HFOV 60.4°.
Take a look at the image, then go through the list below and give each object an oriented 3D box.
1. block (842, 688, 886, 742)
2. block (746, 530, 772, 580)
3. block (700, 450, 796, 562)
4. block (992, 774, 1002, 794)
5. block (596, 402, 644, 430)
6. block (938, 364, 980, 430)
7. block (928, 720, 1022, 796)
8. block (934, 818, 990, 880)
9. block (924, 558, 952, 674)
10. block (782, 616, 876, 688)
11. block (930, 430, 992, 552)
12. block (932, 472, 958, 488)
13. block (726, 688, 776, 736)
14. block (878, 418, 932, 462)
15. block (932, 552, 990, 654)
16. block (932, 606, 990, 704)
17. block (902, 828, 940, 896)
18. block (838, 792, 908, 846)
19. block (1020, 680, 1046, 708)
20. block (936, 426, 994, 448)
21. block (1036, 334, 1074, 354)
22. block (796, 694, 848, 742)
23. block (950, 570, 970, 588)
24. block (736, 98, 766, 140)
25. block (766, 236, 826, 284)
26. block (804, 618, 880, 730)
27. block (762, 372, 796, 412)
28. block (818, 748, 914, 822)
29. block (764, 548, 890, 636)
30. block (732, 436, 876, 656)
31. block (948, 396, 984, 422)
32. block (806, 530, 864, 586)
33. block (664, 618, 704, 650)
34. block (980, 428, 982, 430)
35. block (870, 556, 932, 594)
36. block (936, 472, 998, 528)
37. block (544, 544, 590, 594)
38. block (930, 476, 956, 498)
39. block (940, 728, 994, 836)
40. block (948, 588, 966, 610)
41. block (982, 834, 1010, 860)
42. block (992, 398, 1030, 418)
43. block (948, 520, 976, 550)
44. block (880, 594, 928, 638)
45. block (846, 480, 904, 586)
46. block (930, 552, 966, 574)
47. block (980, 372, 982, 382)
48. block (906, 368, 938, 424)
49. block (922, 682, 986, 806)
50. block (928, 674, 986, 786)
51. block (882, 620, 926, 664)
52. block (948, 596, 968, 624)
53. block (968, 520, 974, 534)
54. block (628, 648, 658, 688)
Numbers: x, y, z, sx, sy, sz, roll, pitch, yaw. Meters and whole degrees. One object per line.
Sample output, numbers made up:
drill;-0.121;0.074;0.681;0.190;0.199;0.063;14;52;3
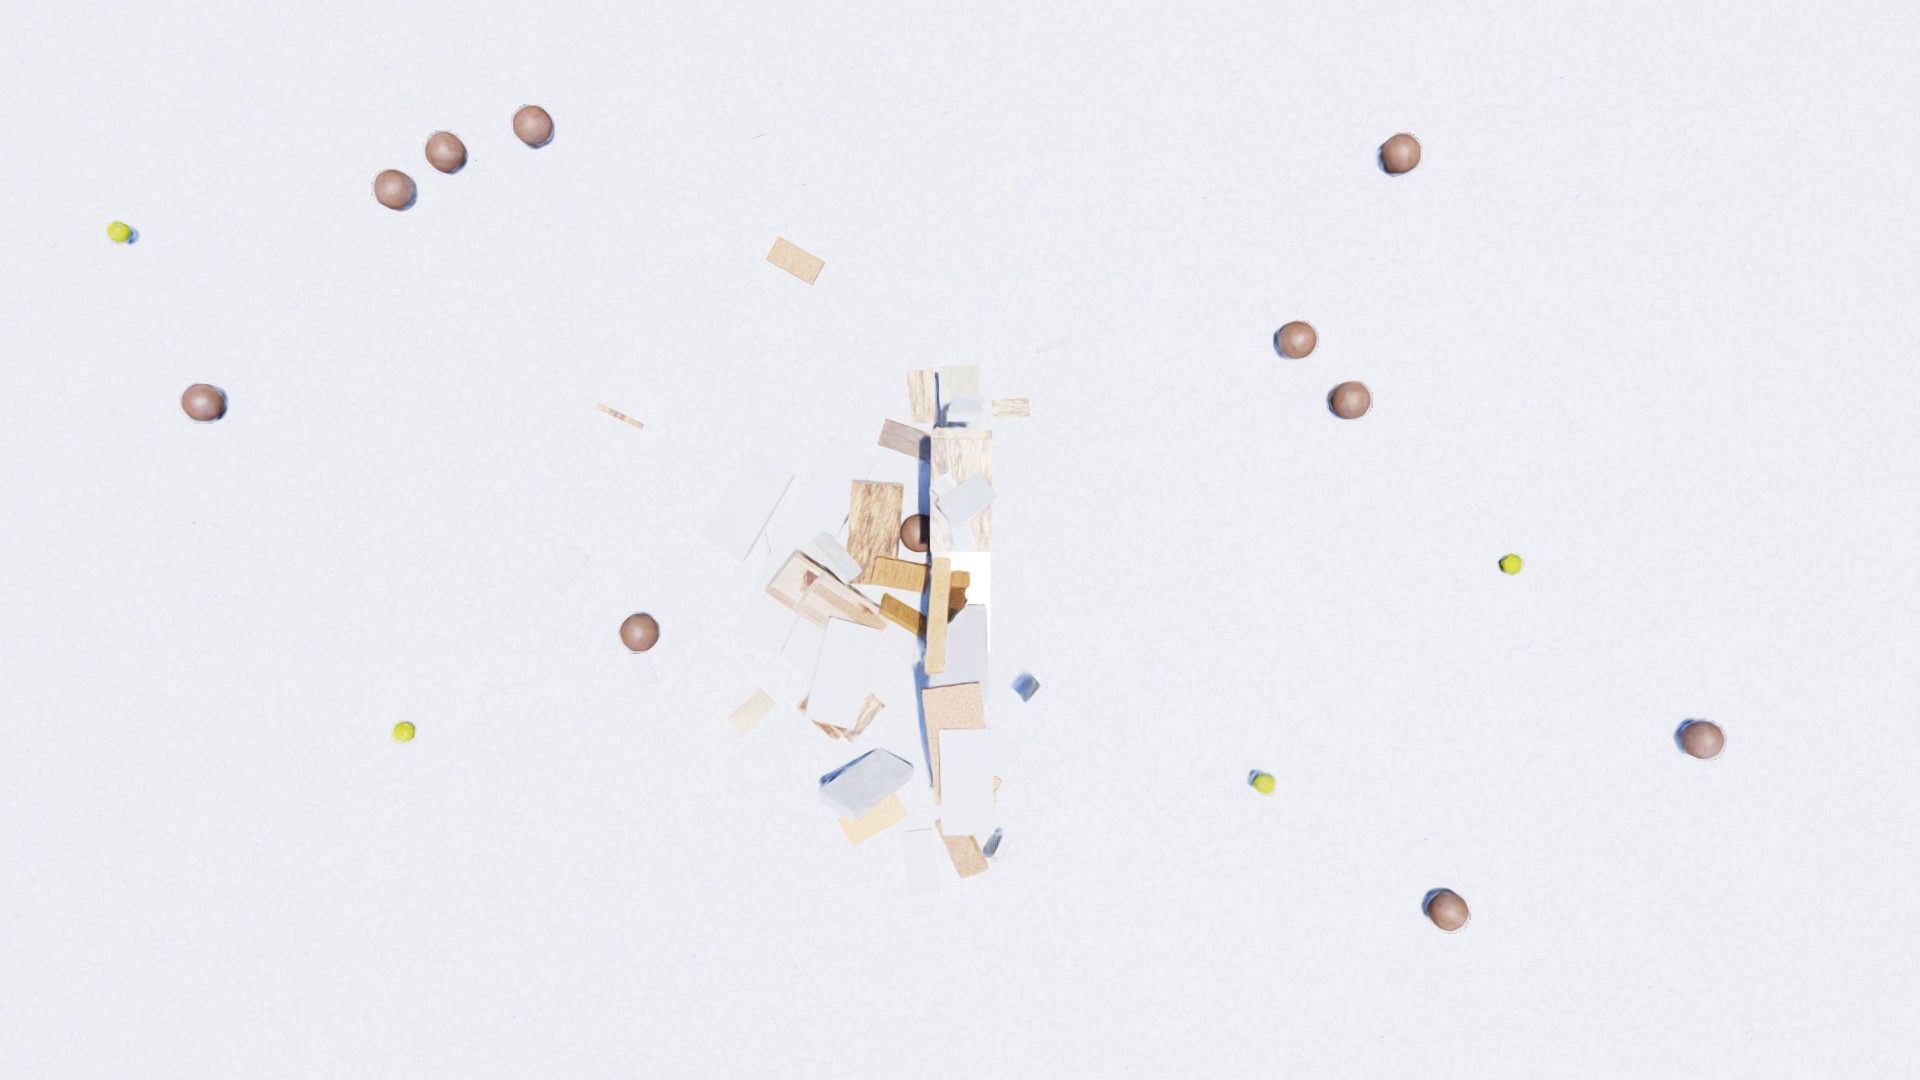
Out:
block;-0.334;0.586;5.488;0.084;0.024;0.168;42;90;0
block;-0.677;0.036;5.488;0.088;0.025;0.176;-16;90;0
block;-0.703;-0.114;5.458;0.167;0.047;0.334;30;86;4
block;0.067;0.838;5.447;0.076;0.022;0.152;35;90;0
block;-1.124;-0.411;5.462;0.152;0.076;0.022;26;90;0
block;0.000;-0.425;5.226;0.127;0.036;0.254;-2;90;0
block;0.053;0.764;5.479;0.151;0.043;0.301;42;90;0
block;0.006;1.011;5.458;0.104;0.029;0.208;-24;92;30
block;-0.065;0.224;4.975;0.055;0.016;0.387;3;60;2
block;-0.456;0.394;5.476;0.171;0.048;0.341;-41;90;0
block;0.004;-0.139;4.721;0.174;0.049;0.348;0;90;0
block;-0.026;-0.133;4.689;0.055;0.016;0.110;-33;90;0
block;-0.693;0.572;5.489;0.152;0.022;0.076;-43;90;0
block;-0.174;-0.331;5.487;0.184;0.026;0.092;19;90;0
block;0.003;0.174;5.119;0.178;0.050;0.356;0;90;0
block;0.000;0.343;4.963;0.170;0.048;0.339;0;48;0
block;-0.130;1.070;5.485;0.104;0.029;0.208;-6;90;0
block;-0.289;0.923;5.485;0.208;0.029;0.104;-29;90;0
block;0.230;0.482;5.193;0.022;0.361;0.076;42;88;1
block;0.007;-0.274;4.941;0.174;0.390;0.049;20;90;0
block;0.315;-0.651;5.469;0.122;0.061;0.017;-21;90;0
block;-0.444;0.576;5.405;0.168;0.024;0.084;41;114;-9
block;-0.020;0.121;5.061;0.105;0.015;0.053;0;65;0
block;-0.693;-1.401;5.491;0.061;0.017;0.122;-20;90;0
block;-0.547;-0.929;5.488;0.176;0.025;0.088;29;90;0
block;-0.383;0.433;5.347;0.167;0.047;0.334;15;84;-8
block;-0.604;-0.491;5.491;0.061;0.017;0.122;-30;90;0
block;-0.302;0.792;5.347;0.151;0.302;0.043;27;127;28
block;-0.428;0.205;5.384;0.398;0.047;0.167;36;99;-21
block;-0.512;0.019;5.446;0.171;0.048;0.724;26;86;5
block;0.018;-0.378;4.763;0.092;0.184;0.026;2;110;4
block;-0.406;0.058;5.370;0.185;0.093;0.026;47;124;2
block;-0.918;0.312;5.491;0.122;0.017;0.061;-23;90;0
block;0.004;-0.356;5.372;0.127;0.254;0.036;-3;100;0
block;-0.194;0.114;5.431;0.185;0.026;0.093;10;104;-9
block;0.022;-0.112;4.622;0.092;0.026;0.184;51;47;3
block;-1.309;0.095;5.489;0.076;0.022;0.152;38;90;0
block;-0.026;-0.123;4.646;0.110;0.016;0.055;45;69;6
block;0.020;0.696;4.762;0.151;0.043;0.301;-2;90;0
block;-0.008;0.164;5.055;0.053;0.015;0.105;4;51;0
block;0.114;1.007;5.416;0.022;0.152;0.076;31;76;-9
block;0.169;-0.439;5.491;0.122;0.017;0.061;-4;90;0
block;0.003;-0.029;4.665;0.055;0.016;0.110;-16;99;-3
block;-0.185;0.249;5.436;0.168;0.084;0.024;31;126;-17
block;-0.283;-0.023;5.426;0.171;0.048;0.341;4;105;-5
block;-0.038;0.081;5.087;0.105;0.015;0.053;-43;90;0
block;0.004;-0.531;5.372;0.127;0.254;0.036;-8;100;0
block;-0.125;-0.477;5.488;0.088;0.025;0.176;-7;90;0
block;-0.005;0.593;4.807;0.170;0.048;0.339;-7;90;0
block;-0.006;0.557;5.034;0.170;0.483;0.048;-4;129;0
block;-0.195;0.311;5.487;0.093;0.026;0.185;-33;90;0
block;-0.025;0.203;5.045;0.055;0.016;0.110;25;53;21
block;-0.004;-0.064;4.675;0.055;0.016;0.110;-19;99;-2
block;-1.054;0.427;5.491;0.061;0.017;0.121;-20;90;0
